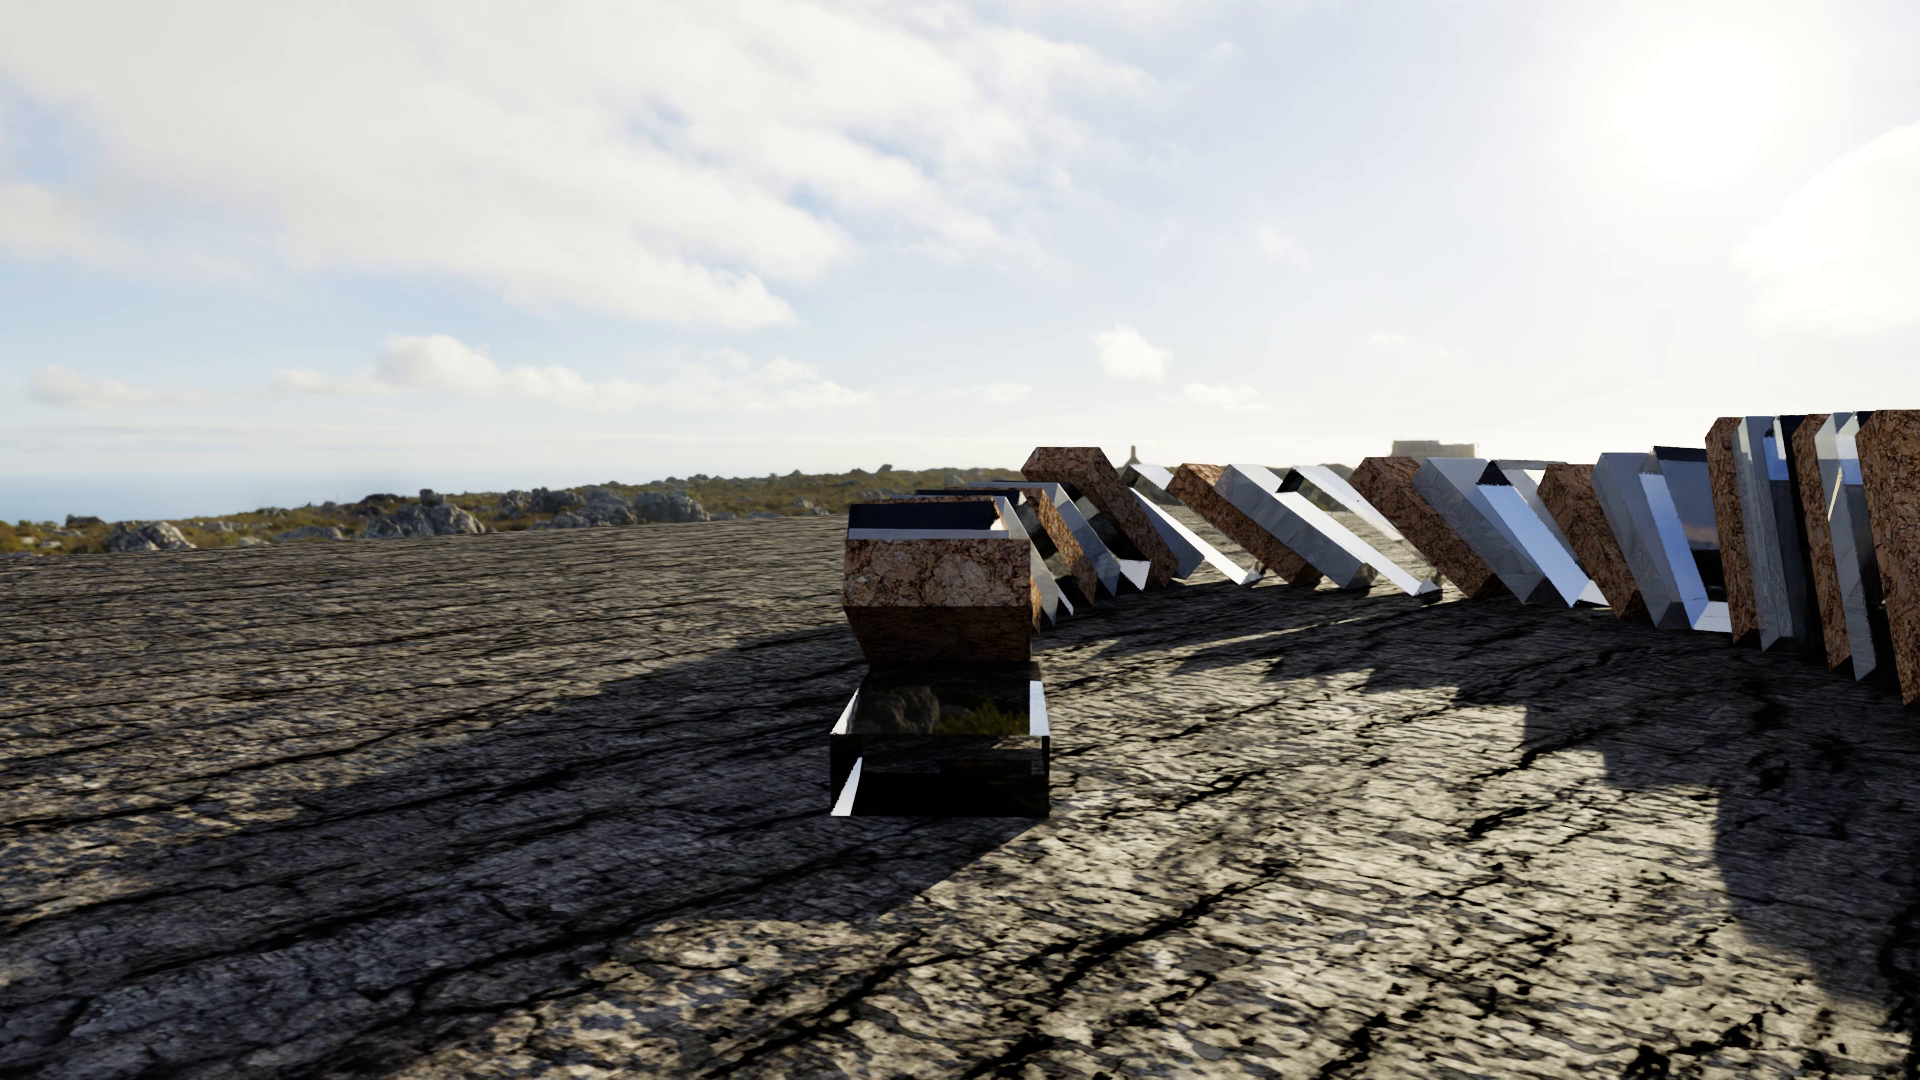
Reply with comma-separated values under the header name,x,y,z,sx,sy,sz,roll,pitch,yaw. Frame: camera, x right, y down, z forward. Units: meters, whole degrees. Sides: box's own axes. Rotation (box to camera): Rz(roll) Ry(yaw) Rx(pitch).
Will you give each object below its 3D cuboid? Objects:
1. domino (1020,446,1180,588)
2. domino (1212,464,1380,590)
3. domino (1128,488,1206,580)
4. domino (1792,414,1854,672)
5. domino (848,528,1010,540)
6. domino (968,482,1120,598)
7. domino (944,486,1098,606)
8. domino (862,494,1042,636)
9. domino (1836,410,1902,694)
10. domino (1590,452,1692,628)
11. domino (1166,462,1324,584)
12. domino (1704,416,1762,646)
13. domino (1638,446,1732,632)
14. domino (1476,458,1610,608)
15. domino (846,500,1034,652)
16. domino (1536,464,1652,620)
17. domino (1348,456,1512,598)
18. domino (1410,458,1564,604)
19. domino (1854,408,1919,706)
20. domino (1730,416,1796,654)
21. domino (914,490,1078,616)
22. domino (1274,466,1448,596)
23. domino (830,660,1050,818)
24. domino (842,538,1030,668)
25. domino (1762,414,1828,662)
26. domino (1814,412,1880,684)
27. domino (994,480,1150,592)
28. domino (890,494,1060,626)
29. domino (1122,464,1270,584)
name,x,y,z,sx,sy,sz,roll,pitch,yaw
domino,0.042,-0.007,0.378,0.025,0.010,0.050,5,-38,48
domino,0.103,-0.005,0.387,0.050,0.010,0.025,42,24,27
domino,0.051,-0.008,0.399,0.050,0.009,0.025,41,-4,-7
domino,0.177,0.000,0.243,0.025,0.050,0.009,1,-24,14
domino,-0.002,0.011,0.219,0.025,0.009,0.050,1,-20,7
domino,0.022,0.001,0.341,0.025,0.009,0.050,2,-25,28
domino,0.015,0.002,0.322,0.025,0.009,0.050,2,-24,23
domino,-0.001,0.007,0.260,0.025,0.009,0.050,-2,-24,15
domino,0.171,0.002,0.222,0.025,0.050,0.009,1,-24,14
domino,0.174,-0.001,0.310,0.025,0.010,0.050,0,46,2
domino,0.091,-0.006,0.400,0.050,0.009,0.025,42,24,27
domino,0.178,-0.002,0.276,0.025,0.050,0.009,1,-24,13
domino,0.177,-0.001,0.296,0.025,0.009,0.050,4,47,6
domino,0.164,-0.003,0.345,0.025,0.009,0.050,1,41,-15
domino,-0.002,0.008,0.240,0.025,0.009,0.050,-1,-24,11
domino,0.171,-0.001,0.327,0.025,0.010,0.050,0,40,-4
domino,0.138,-0.005,0.371,0.025,0.009,0.050,-4,44,-41
domino,0.152,-0.004,0.359,0.025,0.009,0.050,-2,43,-29
domino,0.168,0.002,0.211,0.025,0.050,0.009,1,-24,14
domino,0.178,-0.002,0.265,0.025,0.050,0.009,1,-24,13
domino,0.009,0.004,0.302,0.025,0.009,0.050,1,-24,22
domino,0.120,-0.004,0.378,0.050,0.010,0.025,42,27,28
domino,-0.001,0.025,0.171,0.025,0.010,0.050,0,4,2
domino,-0.002,0.013,0.195,0.025,0.010,0.050,0,-20,3
domino,0.178,-0.001,0.253,0.025,0.050,0.009,1,-24,13
domino,0.174,0.001,0.232,0.025,0.050,0.009,1,-24,14
domino,0.031,-0.001,0.361,0.025,0.010,0.050,3,-24,37
domino,0.004,0.005,0.283,0.025,0.009,0.050,1,-24,19
domino,0.075,-0.006,0.407,0.050,0.009,0.025,39,21,21
